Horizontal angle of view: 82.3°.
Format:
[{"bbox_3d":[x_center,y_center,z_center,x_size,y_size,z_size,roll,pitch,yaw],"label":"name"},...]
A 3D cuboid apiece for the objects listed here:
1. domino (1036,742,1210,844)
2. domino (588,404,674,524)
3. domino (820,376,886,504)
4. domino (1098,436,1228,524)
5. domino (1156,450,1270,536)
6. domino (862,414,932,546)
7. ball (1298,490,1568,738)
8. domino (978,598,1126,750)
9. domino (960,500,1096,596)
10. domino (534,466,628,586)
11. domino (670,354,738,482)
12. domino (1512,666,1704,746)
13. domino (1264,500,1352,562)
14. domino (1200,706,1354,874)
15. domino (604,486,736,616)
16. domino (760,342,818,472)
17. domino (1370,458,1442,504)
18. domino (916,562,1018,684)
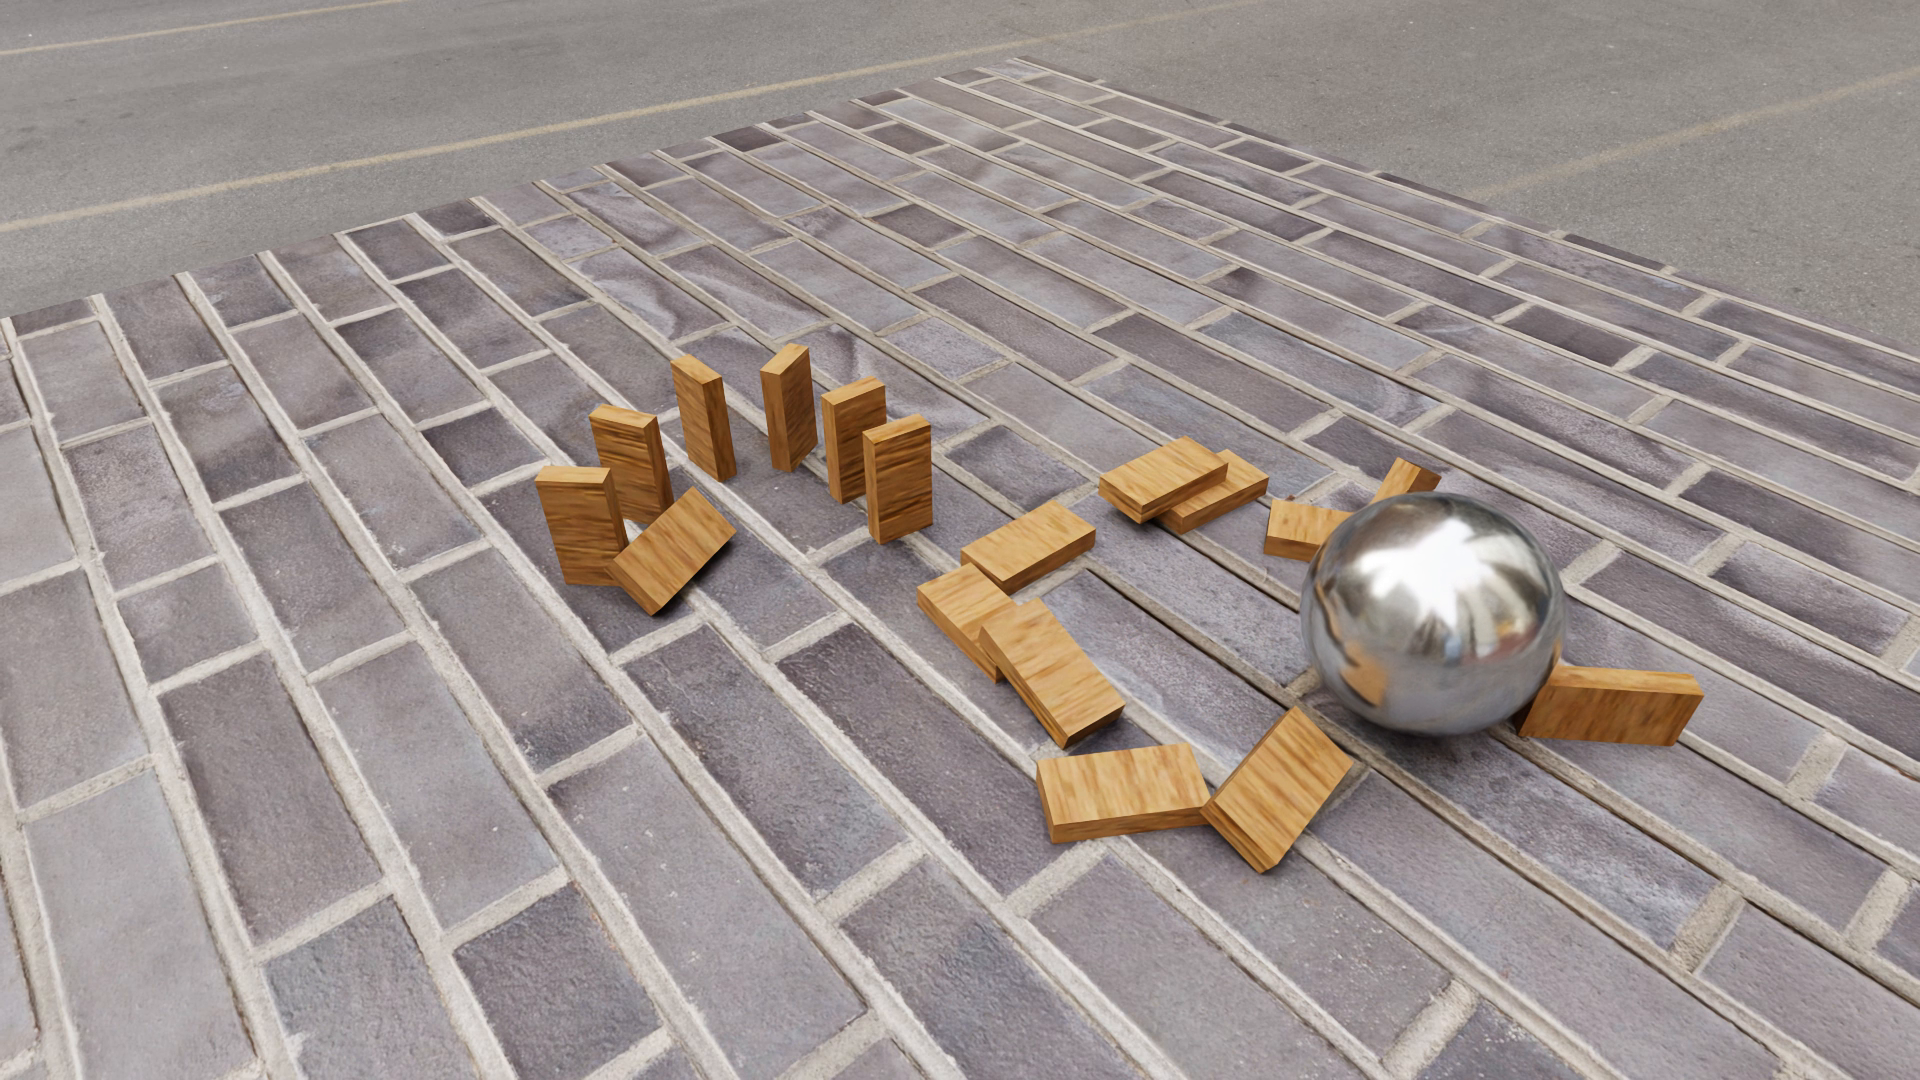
[{"bbox_3d":[0.051,0.079,0.347,0.050,0.010,0.025,-5,40,-7],"label":"domino"},{"bbox_3d":[-0.132,-0.029,0.447,0.025,0.050,0.009,13,41,16],"label":"domino"},{"bbox_3d":[-0.043,-0.042,0.462,0.025,0.050,0.009,-27,46,-29],"label":"domino"},{"bbox_3d":[0.085,-0.026,0.460,0.050,0.010,0.025,-25,46,-28],"label":"domino"},{"bbox_3d":[0.104,-0.021,0.469,0.050,0.009,0.025,-23,45,-26],"label":"domino"},{"bbox_3d":[-0.024,-0.024,0.441,0.025,0.050,0.010,-22,44,-24],"label":"domino"},{"bbox_3d":[0.152,0.024,0.358,0.080,0.080,0.080,0,39,0],"label":"ball"},{"bbox_3d":[0.031,0.045,0.379,0.025,0.009,0.050,-24,60,-26],"label":"domino"},{"bbox_3d":[0.027,0.003,0.440,0.050,0.010,0.025,-28,47,-30],"label":"domino"},{"bbox_3d":[-0.141,-0.005,0.417,0.025,0.050,0.010,2,39,3],"label":"domino"},{"bbox_3d":[-0.110,-0.052,0.475,0.010,0.050,0.025,-30,48,-31],"label":"domino"},{"bbox_3d":[0.213,0.055,0.364,0.050,0.025,0.009,3,39,4],"label":"domino"},{"bbox_3d":[0.150,-0.001,0.445,0.050,0.010,0.025,11,41,13],"label":"domino"},{"bbox_3d":[0.099,0.077,0.342,0.025,0.010,0.050,46,54,12],"label":"domino"},{"bbox_3d":[-0.112,0.004,0.428,0.025,0.010,0.050,48,44,-12],"label":"domino"},{"bbox_3d":[-0.074,-0.058,0.482,0.010,0.050,0.025,15,42,17],"label":"domino"},{"bbox_3d":[0.160,-0.005,0.413,0.009,0.050,0.025,37,19,36],"label":"domino"},{"bbox_3d":[0.008,0.030,0.407,0.025,0.010,0.050,-24,45,-26],"label":"domino"}]
